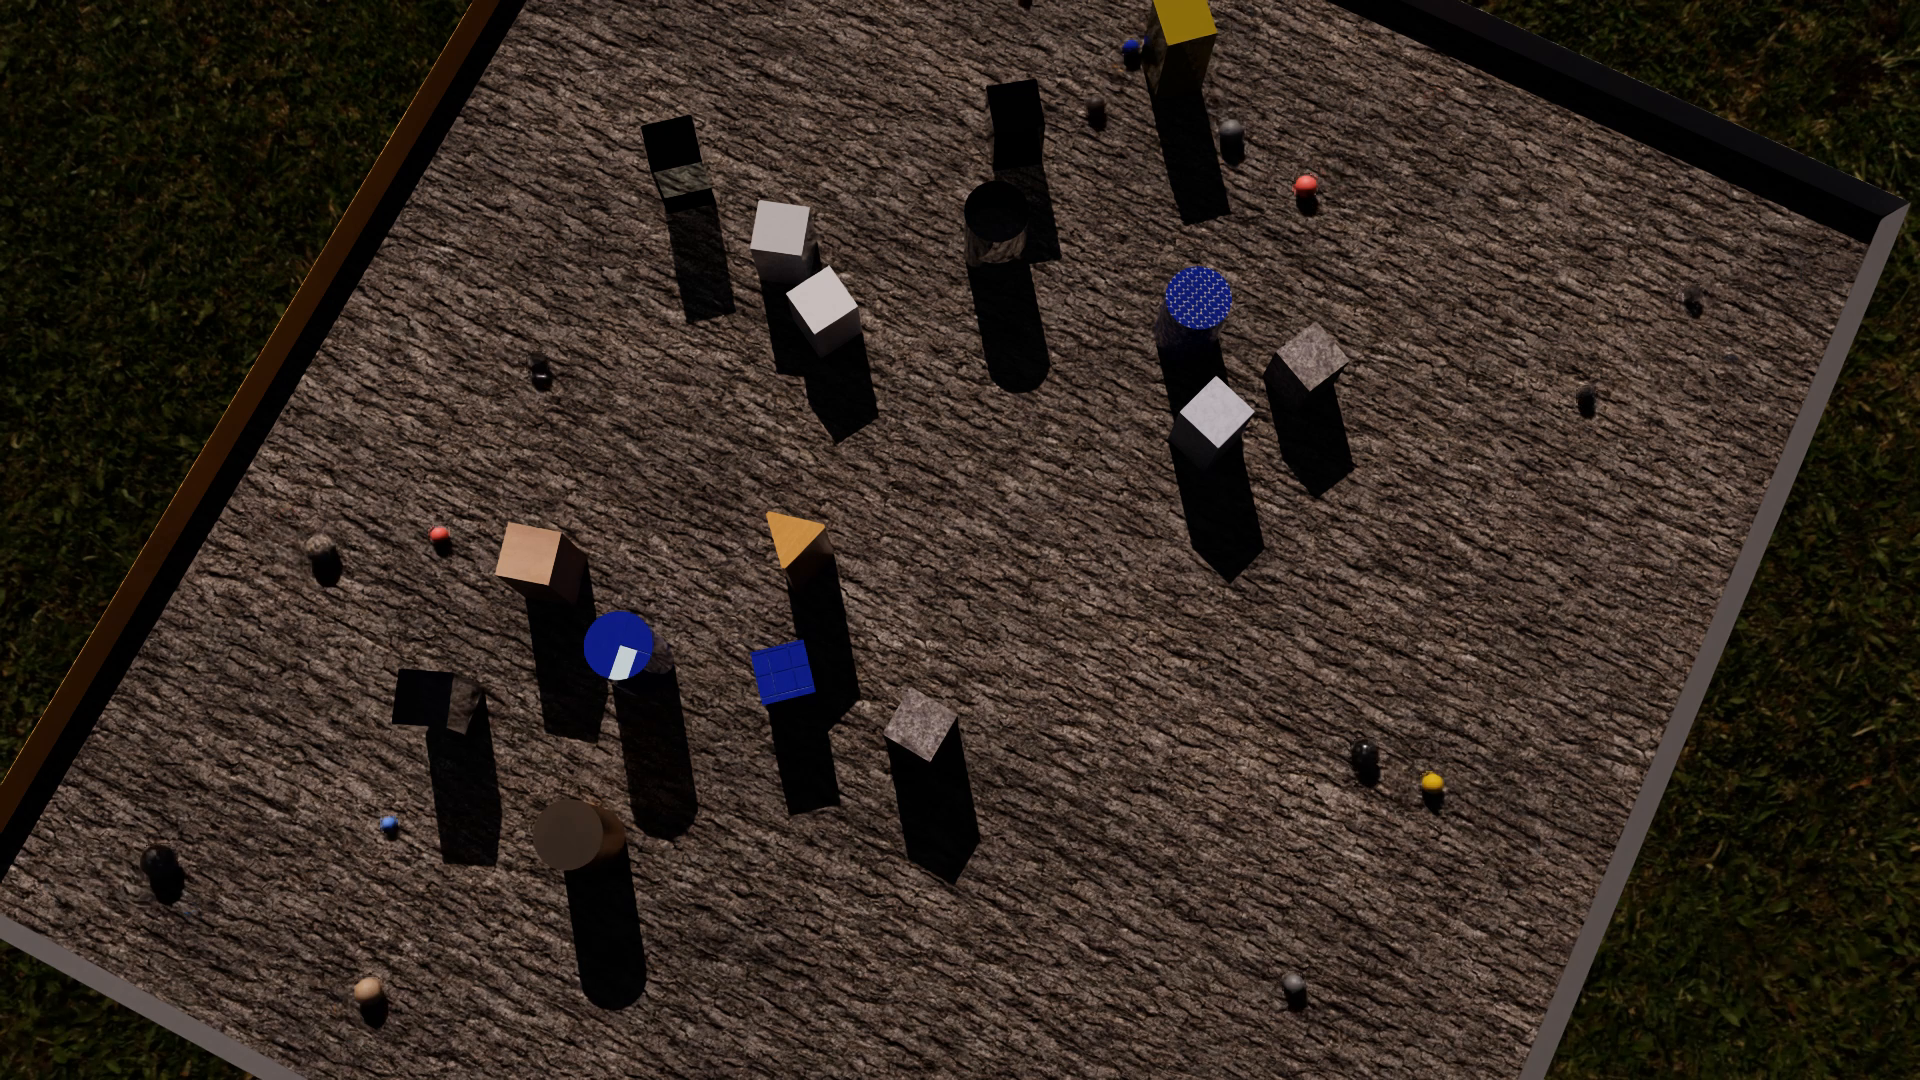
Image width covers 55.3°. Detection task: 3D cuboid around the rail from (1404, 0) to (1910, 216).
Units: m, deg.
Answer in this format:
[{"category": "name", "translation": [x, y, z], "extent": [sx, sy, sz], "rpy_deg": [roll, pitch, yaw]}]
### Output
[{"category": "rail", "translation": [1.009, -1.969, 5.958], "extent": [4.344, 0.127, 0.045], "rpy_deg": [26, 80, 5]}]

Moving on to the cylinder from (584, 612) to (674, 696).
[{"category": "cylinder", "translation": [-0.963, 0.336, 5.352], "extent": [0.196, 0.382, 0.196], "rpy_deg": [0, 78, 0]}]

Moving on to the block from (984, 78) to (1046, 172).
[{"category": "block", "translation": [0.170, -1.297, 5.738], "extent": [0.157, 0.287, 0.157], "rpy_deg": [-9, 78, -2]}]

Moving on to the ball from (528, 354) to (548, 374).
[{"category": "ball", "translation": [-1.312, -0.546, 5.696], "extent": [0.065, 0.065, 0.065], "rpy_deg": [0, 78, 0]}]

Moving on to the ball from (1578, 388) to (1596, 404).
[{"category": "ball", "translation": [1.943, -0.447, 5.682], "extent": [0.053, 0.053, 0.053], "rpy_deg": [0, 78, 0]}]

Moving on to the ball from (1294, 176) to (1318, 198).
[{"category": "ball", "translation": [1.098, -1.120, 5.812], "extent": [0.070, 0.070, 0.070], "rpy_deg": [0, 78, 0]}]

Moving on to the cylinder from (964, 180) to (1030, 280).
[{"category": "cylinder", "translation": [0.110, -0.949, 5.643], "extent": [0.196, 0.332, 0.196], "rpy_deg": [0, 78, 0]}]

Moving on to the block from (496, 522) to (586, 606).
[{"category": "block", "translation": [-1.232, 0.076, 5.411], "extent": [0.157, 0.371, 0.157], "rpy_deg": [11, 79, 2]}]

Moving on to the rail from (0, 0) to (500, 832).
[{"category": "rail", "translation": [-1.922, -0.934, 5.744], "extent": [0.045, 0.127, 4.558], "rpy_deg": [26, 80, 5]}]

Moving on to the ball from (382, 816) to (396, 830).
[{"category": "ball", "translation": [-1.690, 0.840, 5.422], "extent": [0.041, 0.041, 0.041], "rpy_deg": [0, 78, 0]}]

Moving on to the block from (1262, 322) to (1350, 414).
[{"category": "block", "translation": [1.055, -0.525, 5.600], "extent": [0.157, 0.245, 0.157], "rpy_deg": [-37, 81, -7]}]

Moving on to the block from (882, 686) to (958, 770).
[{"category": "block", "translation": [-0.113, 0.553, 5.347], "extent": [0.157, 0.303, 0.157], "rpy_deg": [30, 80, 6]}]

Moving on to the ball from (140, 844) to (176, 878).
[{"category": "ball", "translation": [-2.350, 0.942, 5.371], "extent": [0.098, 0.098, 0.098], "rpy_deg": [0, 78, 0]}]

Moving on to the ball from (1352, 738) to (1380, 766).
[{"category": "ball", "translation": [1.205, 0.631, 5.445], "extent": [0.080, 0.080, 0.080], "rpy_deg": [0, 78, 0]}]

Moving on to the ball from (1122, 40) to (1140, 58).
[{"category": "ball", "translation": [0.553, -1.588, 5.917], "extent": [0.055, 0.055, 0.055], "rpy_deg": [0, 78, 0]}]

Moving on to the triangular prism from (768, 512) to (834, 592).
[{"category": "triangular prism", "translation": [-0.497, 0.011, 5.414], "extent": [0.147, 0.393, 0.170], "rpy_deg": [43, 81, 8]}]

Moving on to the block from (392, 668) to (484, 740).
[{"category": "block", "translation": [-1.519, 0.481, 5.345], "extent": [0.157, 0.337, 0.157], "rpy_deg": [4, 78, 1]}]

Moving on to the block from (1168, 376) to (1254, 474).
[{"category": "block", "translation": [0.755, -0.345, 5.529], "extent": [0.157, 0.311, 0.157], "rpy_deg": [44, 82, 8]}]

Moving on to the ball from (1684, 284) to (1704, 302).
[{"category": "ball", "translation": [2.301, -0.772, 5.747], "extent": [0.057, 0.057, 0.057], "rpy_deg": [0, 78, 0]}]

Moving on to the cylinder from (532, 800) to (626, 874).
[{"category": "cylinder", "translation": [-1.089, 0.854, 5.261], "extent": [0.196, 0.351, 0.196], "rpy_deg": [0, 78, 0]}]

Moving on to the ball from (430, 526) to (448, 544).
[{"category": "ball", "translation": [-1.589, -0.015, 5.592], "extent": [0.054, 0.054, 0.054], "rpy_deg": [0, 78, 0]}]

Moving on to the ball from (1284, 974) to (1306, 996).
[{"category": "ball", "translation": [0.971, 1.291, 5.318], "extent": [0.061, 0.061, 0.061], "rpy_deg": [0, 78, 0]}]

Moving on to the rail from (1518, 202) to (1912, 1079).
[{"category": "rail", "translation": [1.922, 0.948, 5.354], "extent": [0.045, 0.127, 4.558], "rpy_deg": [26, 80, 5]}]

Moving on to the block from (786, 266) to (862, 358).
[{"category": "block", "translation": [-0.415, -0.698, 5.635], "extent": [0.157, 0.248, 0.157], "rpy_deg": [-34, 80, -7]}]

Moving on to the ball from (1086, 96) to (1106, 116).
[{"category": "ball", "translation": [0.436, -1.393, 5.874], "extent": [0.061, 0.061, 0.061], "rpy_deg": [0, 78, 0]}]

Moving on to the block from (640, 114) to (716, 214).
[{"category": "block", "translation": [-0.871, -1.163, 5.690], "extent": [0.157, 0.327, 0.157], "rpy_deg": [-13, 79, -3]}]

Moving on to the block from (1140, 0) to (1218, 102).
[{"category": "block", "translation": [0.682, -1.549, 5.742], "extent": [0.157, 0.383, 0.157], "rpy_deg": [-15, 79, -3]}]

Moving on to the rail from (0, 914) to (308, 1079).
[{"category": "rail", "translation": [-1.009, 1.982, 5.140], "extent": [4.344, 0.127, 0.045], "rpy_deg": [26, 80, 5]}]

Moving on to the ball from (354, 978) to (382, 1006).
[{"category": "ball", "translation": [-1.713, 1.309, 5.304], "extent": [0.081, 0.081, 0.081], "rpy_deg": [0, 78, 0]}]

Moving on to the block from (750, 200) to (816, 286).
[{"category": "block", "translation": [-0.543, -0.914, 5.665], "extent": [0.157, 0.276, 0.157], "rpy_deg": [8, 78, 2]}]

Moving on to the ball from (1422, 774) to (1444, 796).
[{"category": "ball", "translation": [1.402, 0.724, 5.434], "extent": [0.063, 0.063, 0.063], "rpy_deg": [0, 78, 0]}]

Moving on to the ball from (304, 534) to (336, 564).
[{"category": "ball", "translation": [-1.943, 0.026, 5.566], "extent": [0.088, 0.088, 0.088], "rpy_deg": [0, 78, 0]}]

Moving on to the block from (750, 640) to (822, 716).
[{"category": "block", "translation": [-0.509, 0.407, 5.395], "extent": [0.157, 0.269, 0.157], "rpy_deg": [-14, 79, -3]}]

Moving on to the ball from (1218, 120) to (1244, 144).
[{"category": "ball", "translation": [0.866, -1.301, 5.846], "extent": [0.078, 0.078, 0.078], "rpy_deg": [0, 78, 0]}]

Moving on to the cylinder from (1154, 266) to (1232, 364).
[{"category": "cylinder", "translation": [0.707, -0.683, 5.587], "extent": [0.196, 0.334, 0.196], "rpy_deg": [0, 78, 0]}]
